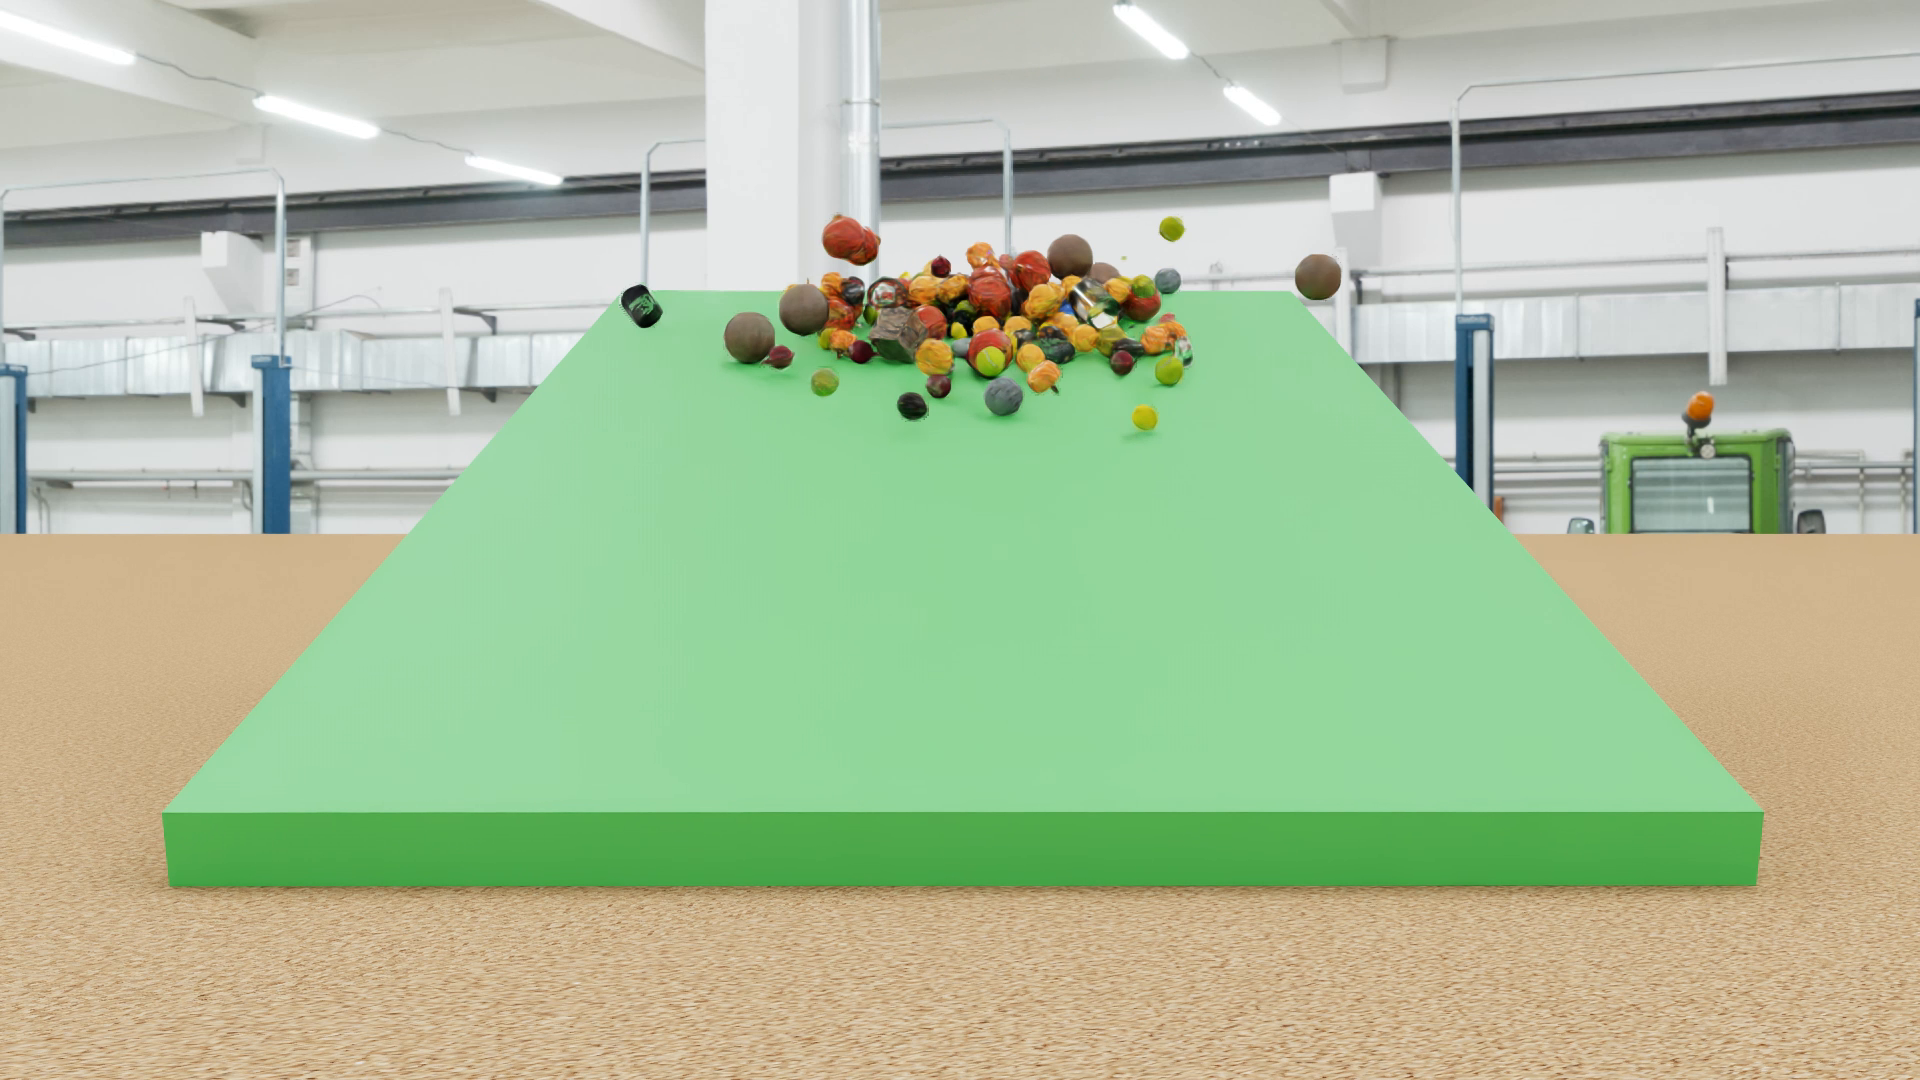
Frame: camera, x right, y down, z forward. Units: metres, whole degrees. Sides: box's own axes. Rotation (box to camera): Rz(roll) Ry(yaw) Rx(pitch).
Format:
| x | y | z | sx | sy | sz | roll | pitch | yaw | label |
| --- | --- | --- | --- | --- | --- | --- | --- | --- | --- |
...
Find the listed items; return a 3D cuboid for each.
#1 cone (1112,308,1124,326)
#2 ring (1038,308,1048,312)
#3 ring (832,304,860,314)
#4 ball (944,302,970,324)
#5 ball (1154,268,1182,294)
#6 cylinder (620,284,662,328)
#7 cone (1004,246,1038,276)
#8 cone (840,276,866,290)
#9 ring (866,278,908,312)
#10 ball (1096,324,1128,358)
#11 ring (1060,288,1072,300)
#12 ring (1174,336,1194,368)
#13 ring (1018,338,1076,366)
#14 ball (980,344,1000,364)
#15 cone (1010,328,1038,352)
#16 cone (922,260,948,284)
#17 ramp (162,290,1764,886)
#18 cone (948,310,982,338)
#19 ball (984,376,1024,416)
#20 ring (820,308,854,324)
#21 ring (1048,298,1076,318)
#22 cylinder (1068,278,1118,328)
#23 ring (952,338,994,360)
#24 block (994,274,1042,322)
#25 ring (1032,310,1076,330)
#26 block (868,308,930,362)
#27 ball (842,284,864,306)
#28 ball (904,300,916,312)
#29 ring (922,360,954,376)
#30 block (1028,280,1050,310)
| x | y | z | sx | sy | sz | roll | pitch | yaw | label |
| --- | --- | --- | --- | --- | --- | --- | --- | --- | --- |
| 0.424 | -0.605 | 6.055 | 0.053 | 0.053 | 0.053 | 0 | 42 | 1 | cone |
| 0.245 | -0.626 | 6.126 | 0.077 | 0.026 | 0.077 | -3 | 16 | 1 | ring |
| -0.323 | -0.648 | 6.195 | 0.083 | 0.028 | 0.083 | -4 | 16 | 1 | ring |
| -0.008 | -0.613 | 5.997 | 0.070 | 0.070 | 0.070 | 0 | 0 | 0 | ball |
| 0.614 | -0.767 | 6.523 | 0.081 | 0.081 | 0.081 | 0 | 0 | 0 | ball |
| -0.858 | -0.630 | 5.941 | 0.083 | 0.083 | 0.083 | 0 | -31 | 23 | cylinder |
| 0.180 | -0.770 | 6.184 | 0.090 | 0.090 | 0.090 | 16 | 2 | 7 | cone |
| -0.297 | -0.715 | 6.113 | 0.067 | 0.067 | 0.067 | 0 | 33 | -3 | cone |
| -0.193 | -0.645 | 5.817 | 0.108 | 0.108 | 0.036 | 0 | 36 | 6 | ring |
| 0.384 | -0.503 | 5.582 | 0.084 | 0.084 | 0.084 | 0 | 0 | 0 | ball |
| 0.342 | -0.668 | 6.130 | 0.134 | 0.045 | 0.134 | 10 | 10 | -2 | ring |
| 0.550 | -0.462 | 5.412 | 0.026 | 0.078 | 0.078 | -12 | 3 | -15 | ring |
| 0.217 | -0.473 | 5.540 | 0.147 | 0.049 | 0.147 | -1 | 17 | 0 | ring |
| 0.075 | -0.468 | 5.517 | 0.051 | 0.051 | 0.051 | 0 | 0 | 0 | ball |
| 0.161 | -0.488 | 5.623 | 0.072 | 0.072 | 0.072 | 0 | 43 | 3 | cone |
| -0.068 | -0.749 | 6.234 | 0.070 | 0.070 | 0.070 | 0 | -12 | 4 | cone |
| -0.002 | -0.155 | 4.688 | 2.000 | 0.100 | 4.000 | 0 | 16 | 0 | ramp |
| 0.024 | -0.561 | 5.872 | 0.083 | 0.083 | 0.083 | 22 | -11 | -29 | cone |
| 0.097 | -0.321 | 4.928 | 0.088 | 0.088 | 0.088 | 0 | 0 | 0 | ball |
| -0.340 | -0.619 | 6.088 | 0.094 | 0.031 | 0.094 | -1 | 15 | 0 | ring |
| 0.285 | -0.628 | 5.951 | 0.097 | 0.032 | 0.097 | -17 | 21 | 7 | ring |
| 0.350 | -0.618 | 5.763 | 0.096 | 0.096 | 0.096 | 0 | 36 | -37 | cylinder |
| 0.035 | -0.487 | 5.610 | 0.114 | 0.038 | 0.114 | 1 | 20 | 0 | ring |
| 0.167 | -0.673 | 6.113 | 0.088 | 0.088 | 0.088 | -34 | 30 | -16 | block |
| 0.255 | -0.597 | 5.993 | 0.123 | 0.041 | 0.123 | 0 | 17 | 0 | ring |
| -0.154 | -0.513 | 5.518 | 0.094 | 0.094 | 0.094 | 8 | -28 | 35 | block |
| -0.282 | -0.648 | 5.822 | 0.060 | 0.060 | 0.060 | 0 | 0 | 0 | ball |
| -0.153 | -0.632 | 6.076 | 0.063 | 0.063 | 0.063 | 0 | 0 | 0 | ball |
| -0.053 | -0.422 | 5.395 | 0.080 | 0.027 | 0.080 | -4 | 19 | 1 | ring |
| 0.216 | -0.667 | 5.990 | 0.054 | 0.054 | 0.054 | -8 | -42 | -3 | block |
